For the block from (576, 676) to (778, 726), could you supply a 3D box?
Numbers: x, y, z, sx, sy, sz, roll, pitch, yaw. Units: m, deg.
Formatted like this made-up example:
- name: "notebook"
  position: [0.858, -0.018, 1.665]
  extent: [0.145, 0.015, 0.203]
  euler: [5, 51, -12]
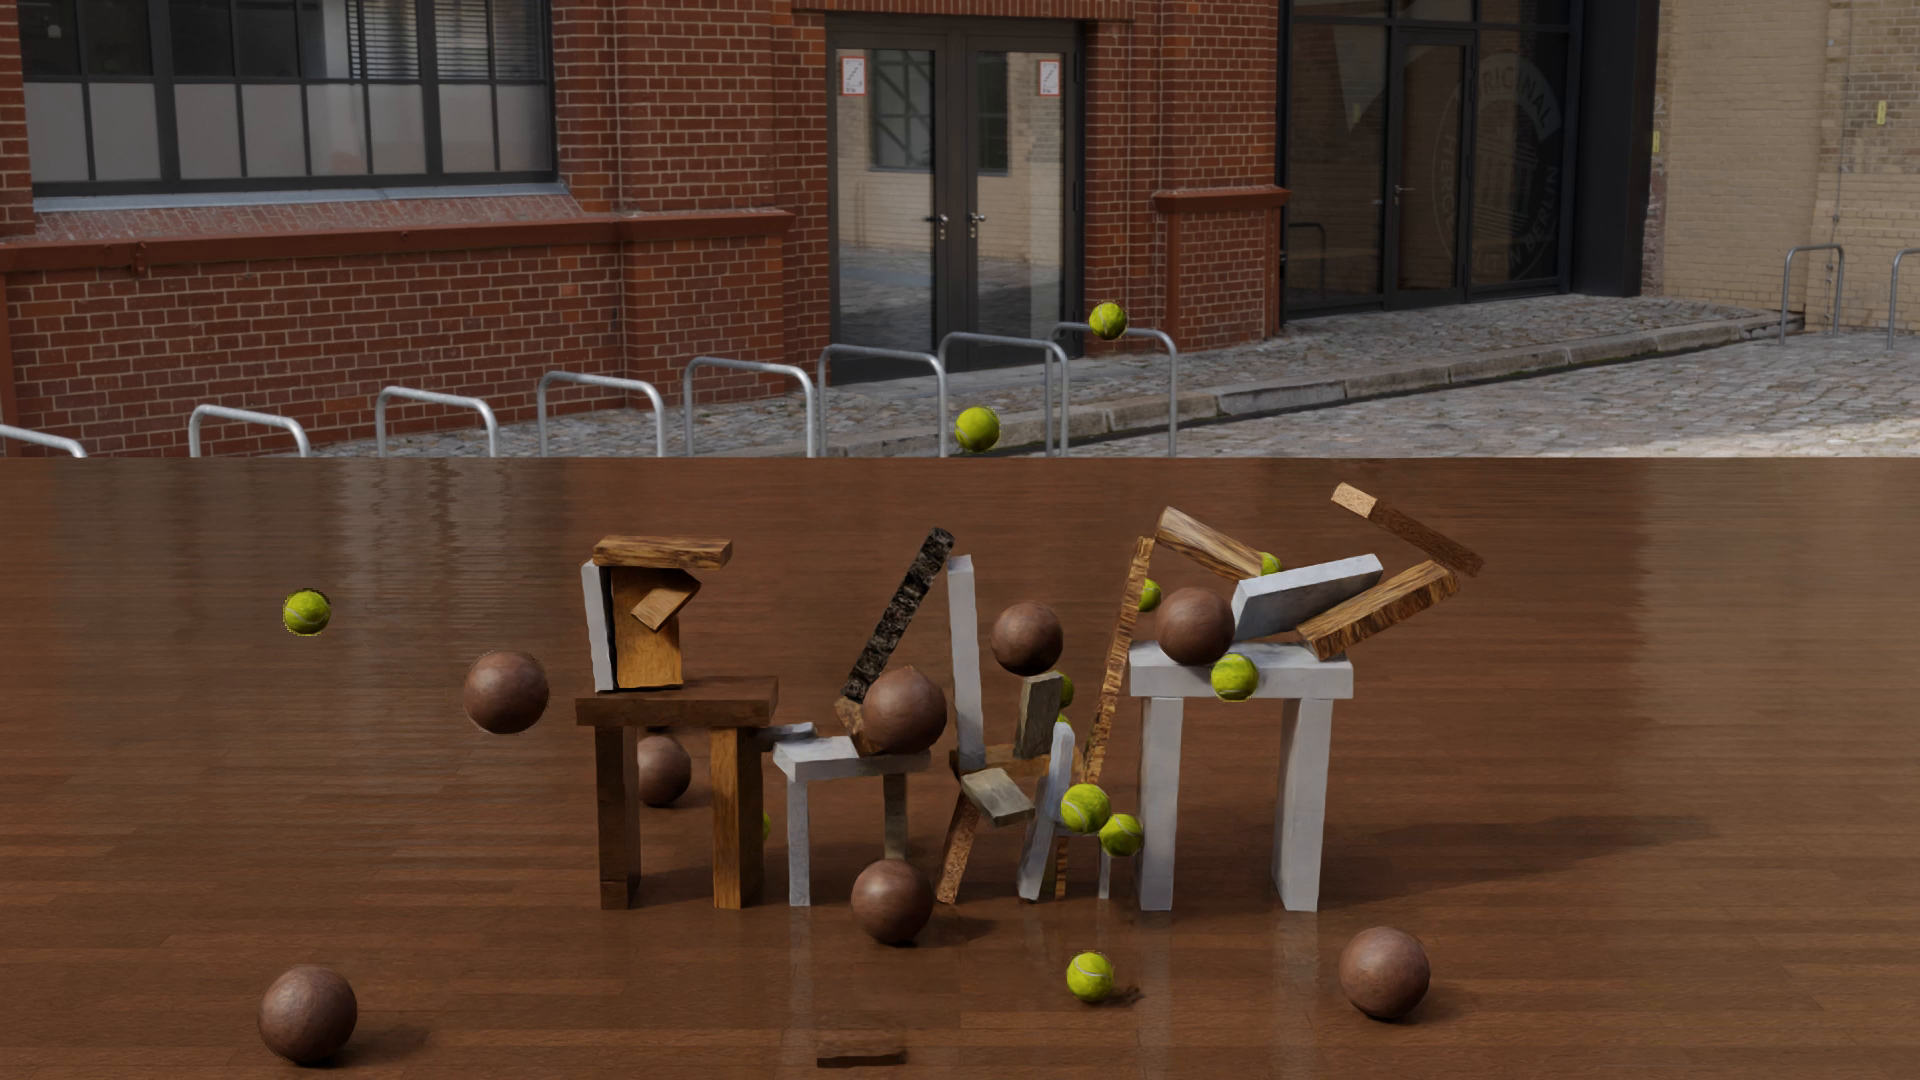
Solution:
- name: "block"
  position: [-0.461, 0.263, 3.608]
  extent: [0.311, 0.044, 0.155]
  euler: [0, 11, 1]

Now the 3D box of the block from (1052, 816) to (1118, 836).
- name: "block"
  position: [0.207, 0.475, 3.650]
  extent: [0.108, 0.015, 0.054]
  euler: [0, 10, -1]

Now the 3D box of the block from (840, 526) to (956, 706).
- name: "block"
  position: [-0.101, 0.121, 3.602]
  extent: [0.042, 0.295, 0.148]
  euler: [30, 7, -2]

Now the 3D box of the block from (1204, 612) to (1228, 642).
- name: "block"
  position: [0.520, 0.118, 3.827]
  extent: [0.189, 0.027, 0.095]
  euler: [-28, -12, -8]

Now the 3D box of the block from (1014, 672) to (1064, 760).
- name: "block"
  position: [0.128, 0.287, 3.591]
  extent: [0.070, 0.140, 0.020]
  euler: [-10, 27, -37]

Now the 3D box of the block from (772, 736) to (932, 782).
- name: "block"
  position: [-0.175, 0.351, 3.573]
  extent: [0.232, 0.033, 0.116]
  euler: [-2, 12, -22]

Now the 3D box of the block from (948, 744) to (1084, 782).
- name: "block"
  position: [0.092, 0.366, 3.646]
  extent: [0.206, 0.029, 0.103]
  euler: [-5, 10, -9]

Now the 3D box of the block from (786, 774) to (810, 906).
- name: "block"
  position: [-0.268, 0.473, 3.628]
  extent: [0.033, 0.232, 0.116]
  euler: [-1, 18, -5]

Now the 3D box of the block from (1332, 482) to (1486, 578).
- name: "block"
  position: [0.770, -0.018, 3.778]
  extent: [0.251, 0.036, 0.126]
  euler: [26, 5, -24]

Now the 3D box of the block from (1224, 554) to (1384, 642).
- name: "block"
  position: [0.574, 0.098, 3.680]
  extent: [0.251, 0.126, 0.036]
  euler: [-11, 53, -17]

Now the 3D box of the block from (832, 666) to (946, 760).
- name: "block"
  position: [-0.120, 0.277, 3.587]
  extent: [0.148, 0.042, 0.295]
  euler: [-26, 9, -5]

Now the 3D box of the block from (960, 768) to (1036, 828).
- name: "block"
  position: [0.059, 0.403, 3.446]
  extent: [0.070, 0.020, 0.140]
  euler: [-11, 25, -19]

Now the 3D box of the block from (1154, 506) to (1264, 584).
- name: "block"
  position: [0.422, 0.015, 3.724]
  extent: [0.189, 0.027, 0.095]
  euler: [27, 29, -2]

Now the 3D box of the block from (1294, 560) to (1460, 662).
- name: "block"
  position: [0.681, 0.114, 3.601]
  extent: [0.251, 0.036, 0.126]
  euler: [-27, 10, 0]

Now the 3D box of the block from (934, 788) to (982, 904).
- name: "block"
  position: [0.001, 0.489, 3.651]
  extent: [0.029, 0.206, 0.103]
  euler: [16, 9, -6]

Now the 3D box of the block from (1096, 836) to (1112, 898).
- name: "block"
  position: [0.240, 0.536, 3.660]
  extent: [0.015, 0.108, 0.054]
  euler: [2, 10, -1]

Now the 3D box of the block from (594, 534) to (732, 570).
- name: "block"
  position: [-0.481, 0.020, 3.569]
  extent: [0.206, 0.029, 0.103]
  euler: [2, 12, 4]

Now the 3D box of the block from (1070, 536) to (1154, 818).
- name: "block"
  position: [0.254, 0.230, 3.678]
  extent: [0.027, 0.472, 0.095]
  euler: [14, -6, 1]

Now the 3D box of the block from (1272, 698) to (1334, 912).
- name: "block"
  position: [0.564, 0.414, 3.639]
  extent: [0.050, 0.356, 0.178]
  euler: [2, 11, 0]

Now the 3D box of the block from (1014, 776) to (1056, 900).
- name: "block"
  position: [0.133, 0.484, 3.656]
  extent: [0.029, 0.206, 0.103]
  euler: [12, 6, -5]

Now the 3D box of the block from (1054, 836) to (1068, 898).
- name: "block"
  position: [0.168, 0.536, 3.660]
  extent: [0.015, 0.108, 0.054]
  euler: [3, 10, -1]

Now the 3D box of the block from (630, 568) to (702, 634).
- name: "block"
  position: [-0.475, 0.096, 3.559]
  extent: [0.054, 0.109, 0.015]
  euler: [36, -19, 20]

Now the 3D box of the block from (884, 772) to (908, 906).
- name: "block"
  position: [-0.105, 0.477, 3.642]
  extent: [0.033, 0.232, 0.116]
  euler: [0, 11, 2]

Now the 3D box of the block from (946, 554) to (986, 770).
- name: "block"
  position: [0.008, 0.198, 3.598]
  extent: [0.042, 0.325, 0.148]
  euler: [-4, 10, -1]

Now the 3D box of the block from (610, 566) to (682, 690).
- name: "block"
  position: [-0.514, 0.137, 3.597]
  extent: [0.103, 0.206, 0.029]
  euler: [-3, -6, -11]

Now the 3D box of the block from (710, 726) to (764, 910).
- name: "block"
  position: [-0.368, 0.436, 3.646]
  extent: [0.044, 0.310, 0.155]
  euler: [2, 11, 9]

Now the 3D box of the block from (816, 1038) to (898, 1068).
- name: "block"
  position: [-0.142, 0.704, 3.014]
  extent: [0.109, 0.015, 0.054]
  euler: [-1, 11, -6]

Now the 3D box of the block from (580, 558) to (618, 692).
- name: "block"
  position: [-0.582, 0.135, 3.599]
  extent: [0.029, 0.206, 0.103]
  euler: [-5, 8, 4]

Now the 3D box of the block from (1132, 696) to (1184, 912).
- name: "block"
  position: [0.326, 0.414, 3.641]
  extent: [0.050, 0.356, 0.178]
  euler: [2, 11, 0]

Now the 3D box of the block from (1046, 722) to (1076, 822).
- name: "block"
  position: [0.155, 0.359, 3.410]
  extent: [0.020, 0.140, 0.070]
  euler: [4, 10, -9]

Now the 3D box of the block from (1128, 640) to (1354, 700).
- name: "block"
  position: [0.456, 0.212, 3.610]
  extent: [0.355, 0.050, 0.178]
  euler: [0, 11, 3]

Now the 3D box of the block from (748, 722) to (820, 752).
- name: "block"
  position: [-0.289, 0.325, 3.619]
  extent: [0.109, 0.015, 0.054]
  euler: [-7, -33, 10]

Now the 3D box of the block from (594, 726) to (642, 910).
- name: "block"
  position: [-0.565, 0.438, 3.639]
  extent: [0.044, 0.310, 0.155]
  euler: [0, 11, 0]
